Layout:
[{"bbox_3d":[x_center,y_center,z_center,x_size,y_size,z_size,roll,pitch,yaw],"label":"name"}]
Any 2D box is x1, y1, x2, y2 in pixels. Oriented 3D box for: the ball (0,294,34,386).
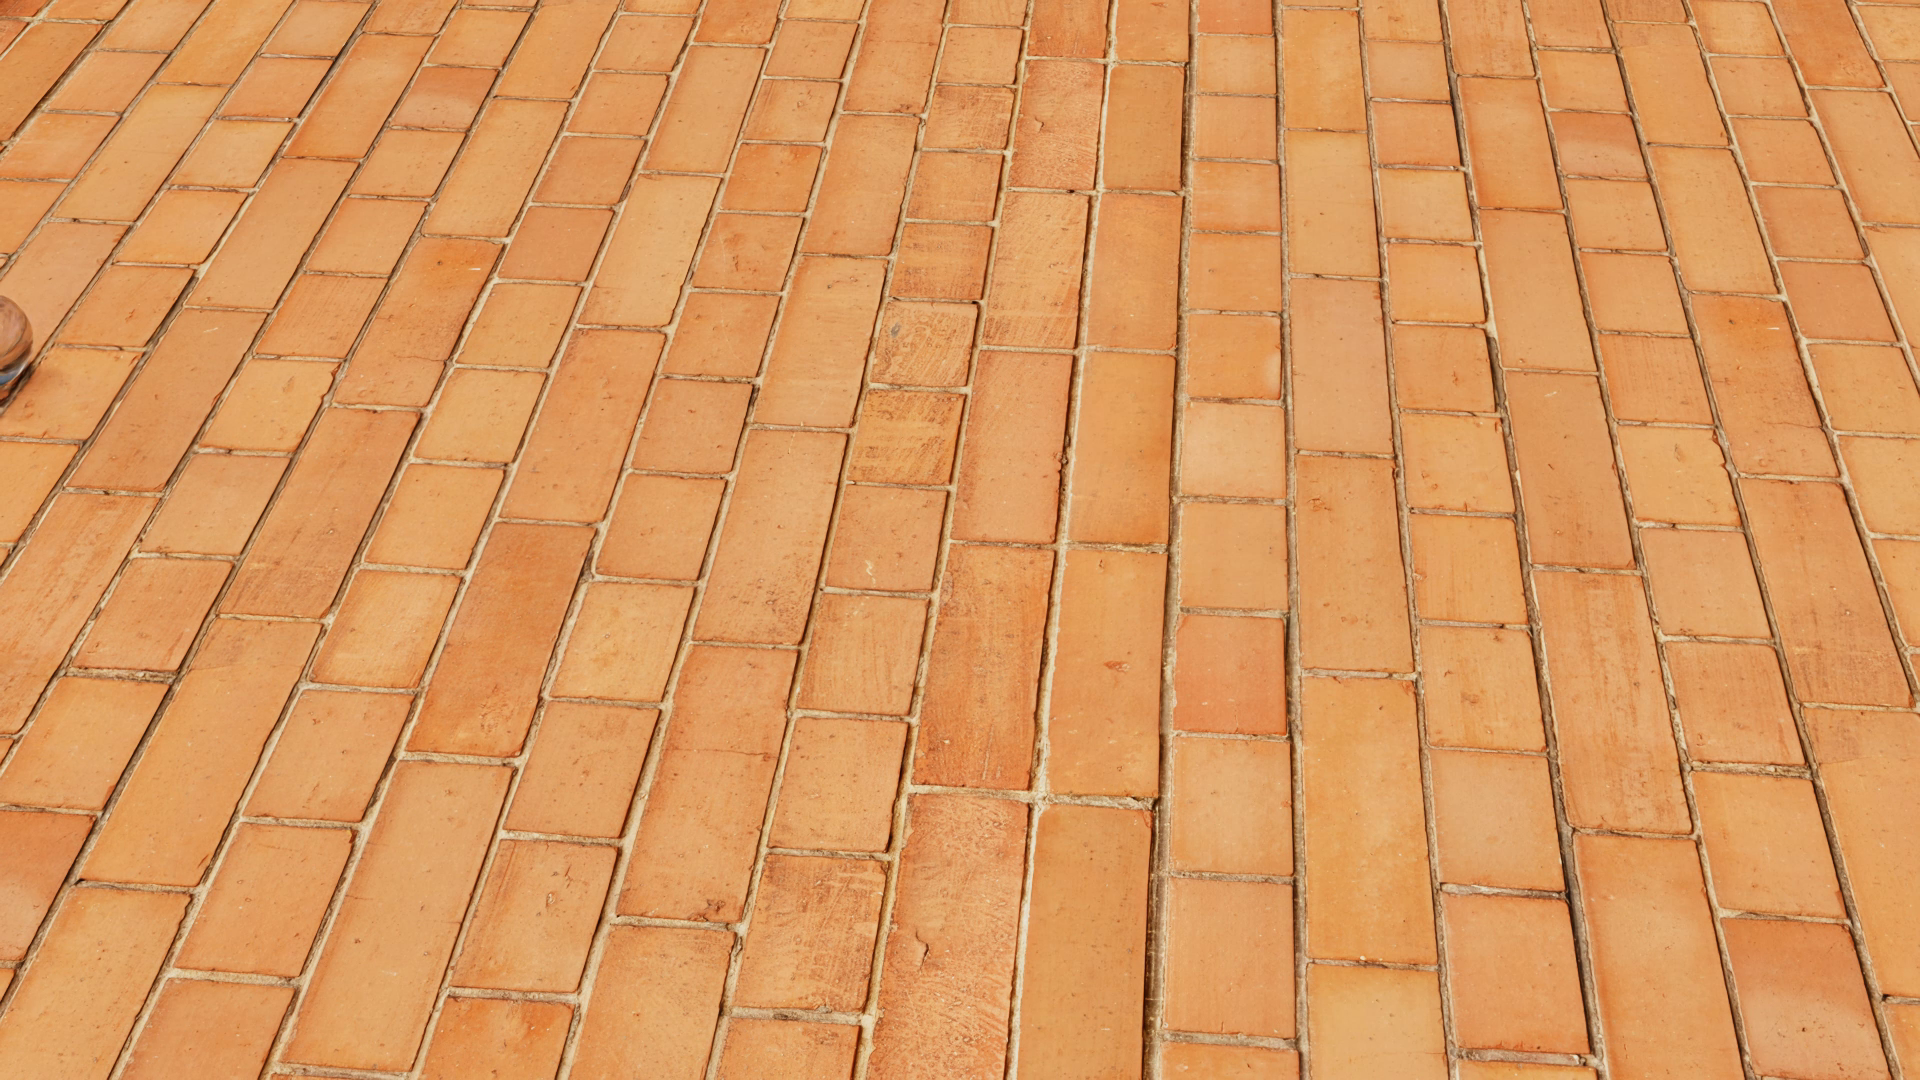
[{"bbox_3d":[-0.709,-0.145,1.859,0.072,0.072,0.072,0,36,0],"label":"ball"}]
